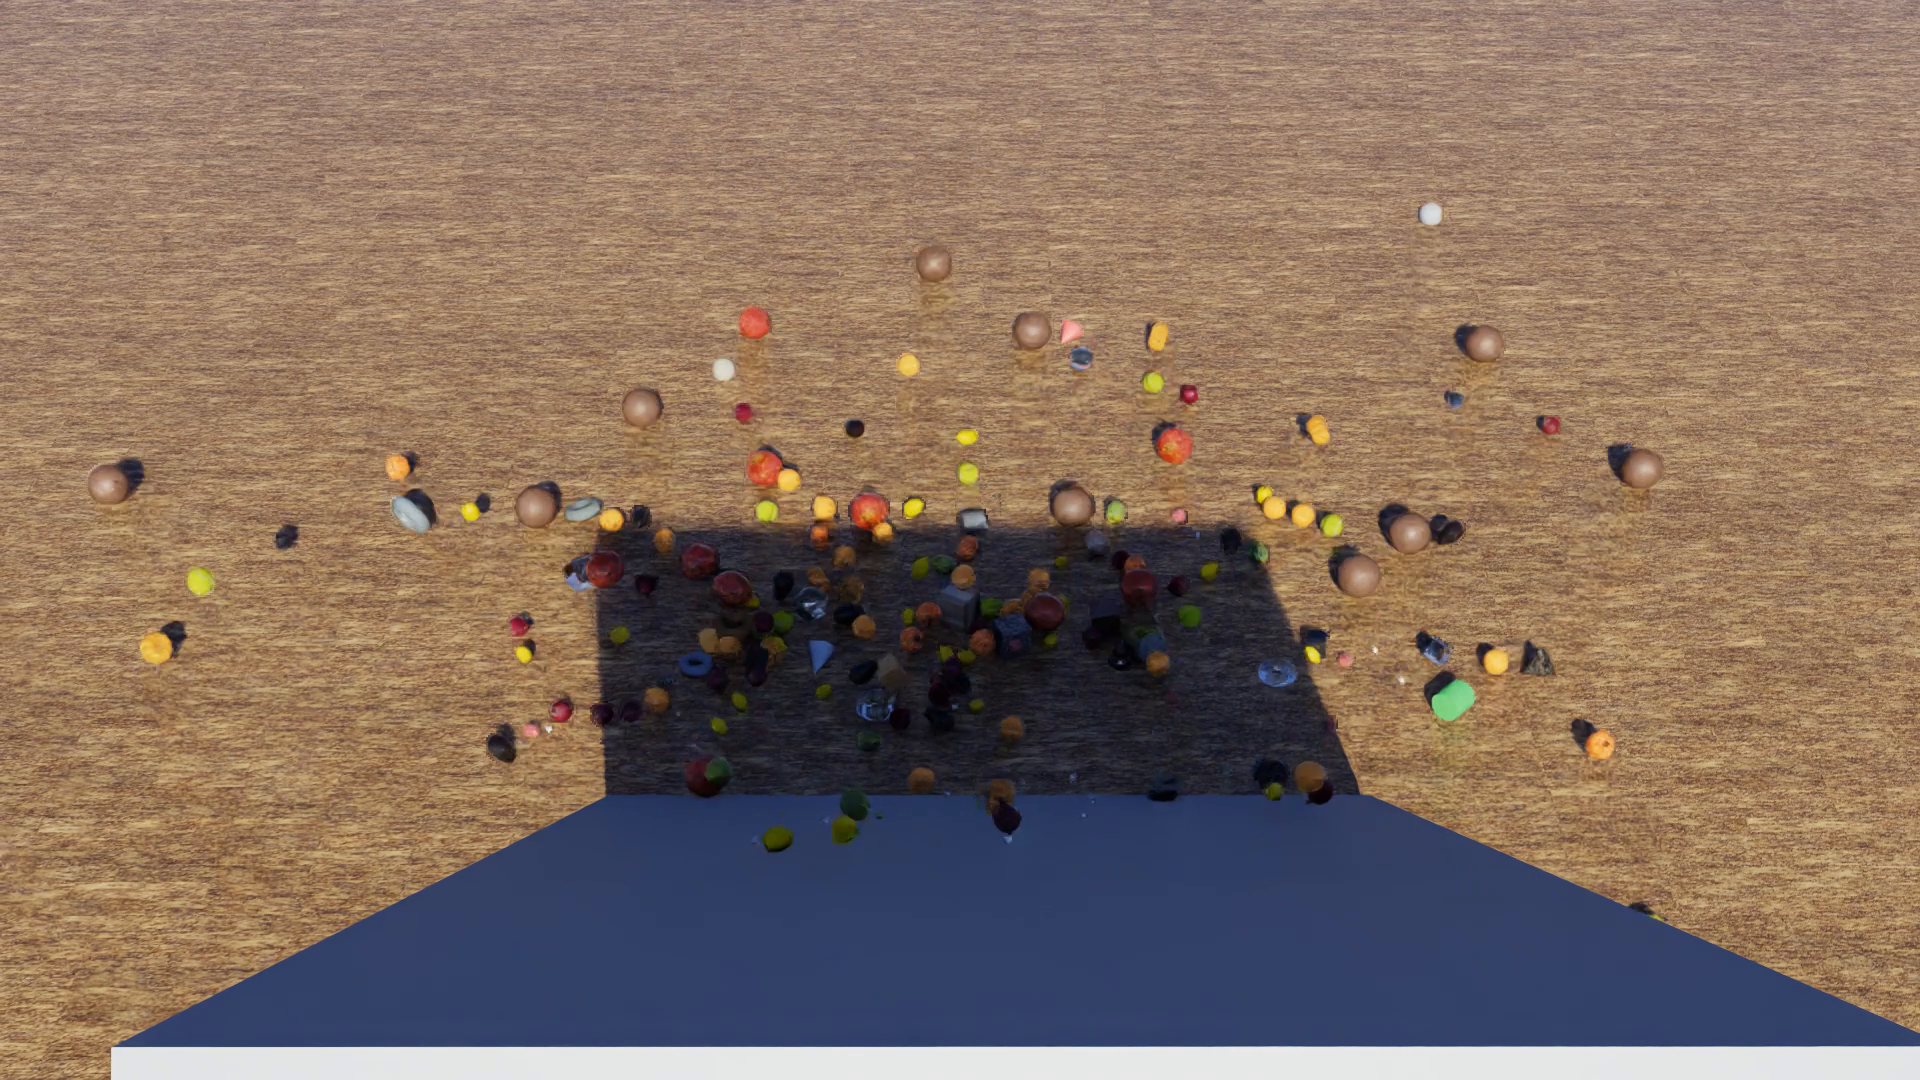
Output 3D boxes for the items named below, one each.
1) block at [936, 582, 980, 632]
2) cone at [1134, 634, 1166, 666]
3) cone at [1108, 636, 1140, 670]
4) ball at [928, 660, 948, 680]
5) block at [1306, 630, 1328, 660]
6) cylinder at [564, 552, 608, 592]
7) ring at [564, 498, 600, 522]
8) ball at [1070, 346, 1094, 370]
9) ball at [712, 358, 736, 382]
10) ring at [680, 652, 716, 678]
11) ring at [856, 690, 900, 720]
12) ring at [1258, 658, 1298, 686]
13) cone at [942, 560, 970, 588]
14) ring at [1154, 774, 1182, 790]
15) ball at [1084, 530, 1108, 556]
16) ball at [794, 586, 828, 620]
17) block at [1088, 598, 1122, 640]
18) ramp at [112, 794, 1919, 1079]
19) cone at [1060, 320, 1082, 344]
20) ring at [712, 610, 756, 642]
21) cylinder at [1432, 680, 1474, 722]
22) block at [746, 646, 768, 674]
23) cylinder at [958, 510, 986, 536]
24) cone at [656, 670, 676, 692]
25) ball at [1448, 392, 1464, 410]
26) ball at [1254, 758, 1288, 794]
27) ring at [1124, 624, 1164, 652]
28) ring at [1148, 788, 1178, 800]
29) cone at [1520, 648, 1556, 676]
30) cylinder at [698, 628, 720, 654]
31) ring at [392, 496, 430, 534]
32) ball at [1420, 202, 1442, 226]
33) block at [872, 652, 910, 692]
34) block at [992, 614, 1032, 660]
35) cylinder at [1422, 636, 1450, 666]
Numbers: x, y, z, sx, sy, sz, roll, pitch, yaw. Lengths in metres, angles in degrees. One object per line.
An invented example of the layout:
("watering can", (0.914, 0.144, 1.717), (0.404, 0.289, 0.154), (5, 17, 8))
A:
("block", (-0.007, 0.194, 7.572), (0.091, 0.091, 0.091), (18, 39, 24))
("cone", (0.523, 0.306, 7.411), (0.092, 0.092, 0.092), (-21, 16, -27))
("cone", (0.465, 0.308, 7.399), (0.091, 0.091, 0.091), (-4, 36, 3))
("ball", (-0.063, 0.369, 7.350), (0.056, 0.056, 0.056), (0, 35, 0))
("block", (1.022, 0.300, 7.448), (0.056, 0.056, 0.056), (5, 35, 7))
("cylinder", (-1.109, 0.096, 7.706), (0.092, 0.092, 0.092), (-23, 41, -33))
("ring", (-1.164, -0.093, 8.012), (0.115, 0.038, 0.115), (-13, 23, 6))
("ball", (0.410, -0.609, 8.740), (0.081, 0.081, 0.081), (0, 35, 0))
("ball", (-0.790, -0.570, 8.687), (0.076, 0.076, 0.076), (0, 35, 0))
("ring", (-0.748, 0.356, 7.388), (0.103, 0.034, 0.103), (0, 36, 0))
("ring", (-0.231, 0.460, 7.232), (0.123, 0.041, 0.123), (-1, 31, 0))
("ring", (0.900, 0.374, 7.359), (0.111, 0.037, 0.111), (0, 33, 0))
("cone", (-0.013, 0.090, 7.724), (0.087, 0.087, 0.087), (0, 35, 0))
("ring", (0.556, 0.654, 6.959), (0.075, 0.025, 0.075), (-6, 23, 2))
("ball", (0.411, 0.009, 7.851), (0.078, 0.078, 0.078), (0, 35, 0))
("ball", (-0.433, 0.184, 7.578), (0.100, 0.100, 0.100), (0, 35, 0))
("block", (0.419, 0.229, 7.521), (0.080, 0.080, 0.080), (-9, 35, 0))
("ramp", (0.077, 0.661, 4.822), (2.000, 0.100, 4.000), (0, -2, 0))
("cone", (0.365, -0.695, 8.882), (0.077, 0.077, 0.077), (21, 57, 28))
("ring", (-0.656, 0.250, 7.533), (0.130, 0.043, 0.130), (0, 34, 0))
("cylinder", (1.370, 0.445, 7.213), (0.086, 0.086, 0.086), (27, 43, 33))
("block", (-0.569, 0.338, 7.281), (0.052, 0.052, 0.052), (7, 55, 5))
("cylinder", (0.038, -0.054, 7.946), (0.069, 0.069, 0.069), (-9, 36, -12))
("cone", (-0.817, 0.409, 7.317), (0.058, 0.058, 0.058), (45, 49, 12))
("ball", (1.631, -0.458, 8.544), (0.055, 0.055, 0.055), (0, 35, 0))
("ball", (0.822, 0.625, 6.862), (0.093, 0.093, 0.093), (0, 35, 0))
("ring", (0.533, 0.284, 7.488), (0.117, 0.039, 0.117), (-1, 35, 1))
("ring", (0.518, 0.652, 6.651), (0.079, 0.026, 0.079), (1, -2, 0))
("cone", (1.627, 0.364, 7.363), (0.090, 0.090, 0.090), (-26, 29, 20))
("cylinder", (-0.718, 0.289, 7.458), (0.052, 0.052, 0.052), (-12, 26, 6))
("ring", (-1.676, -0.075, 7.924), (0.139, 0.139, 0.046), (27, 63, 33))
("ball", (1.740, -1.202, 9.592), (0.085, 0.085, 0.085), (0, 35, 0))
("block", (-0.195, 0.374, 7.309), (0.068, 0.068, 0.068), (-35, 38, 4))
("block", (0.150, 0.278, 7.453), (0.088, 0.088, 0.088), (-13, 37, -17))
("cylinder", (1.359, 0.317, 7.415), (0.060, 0.060, 0.060), (-27, 48, -34))
